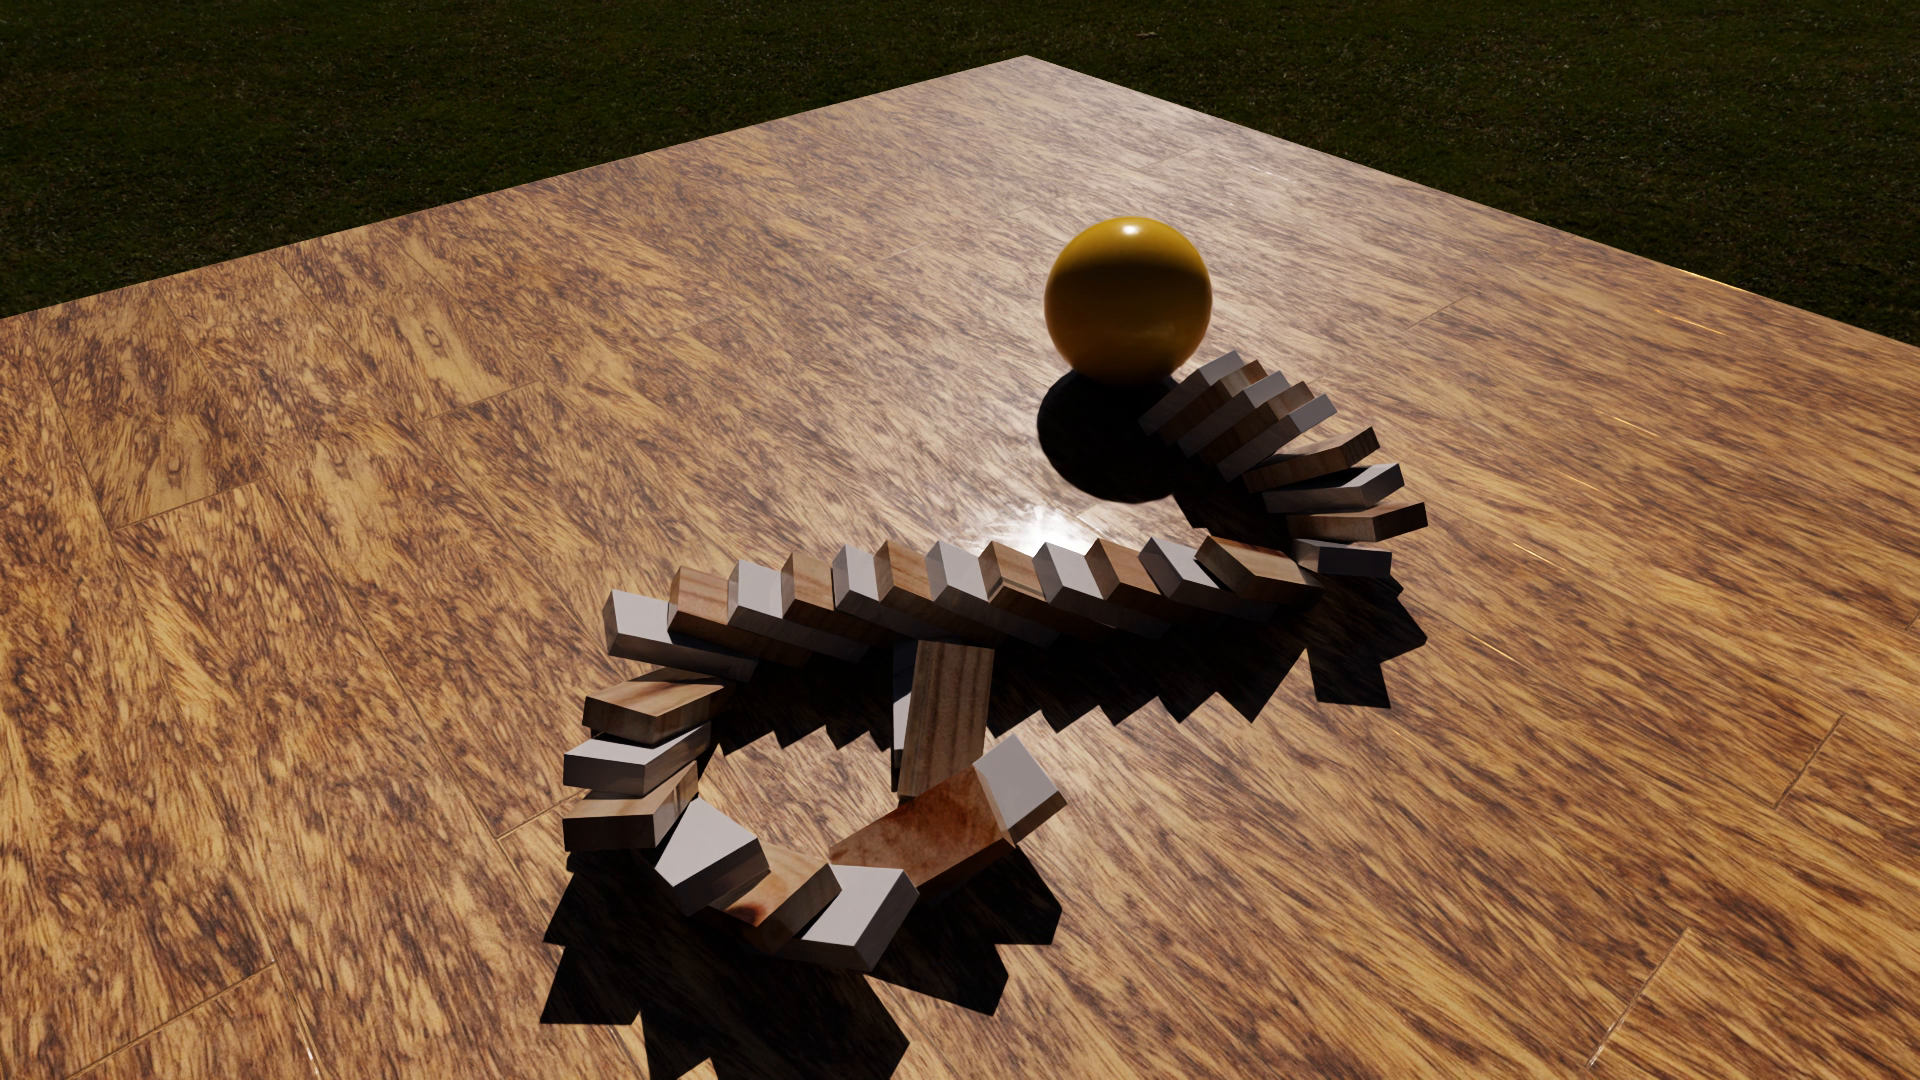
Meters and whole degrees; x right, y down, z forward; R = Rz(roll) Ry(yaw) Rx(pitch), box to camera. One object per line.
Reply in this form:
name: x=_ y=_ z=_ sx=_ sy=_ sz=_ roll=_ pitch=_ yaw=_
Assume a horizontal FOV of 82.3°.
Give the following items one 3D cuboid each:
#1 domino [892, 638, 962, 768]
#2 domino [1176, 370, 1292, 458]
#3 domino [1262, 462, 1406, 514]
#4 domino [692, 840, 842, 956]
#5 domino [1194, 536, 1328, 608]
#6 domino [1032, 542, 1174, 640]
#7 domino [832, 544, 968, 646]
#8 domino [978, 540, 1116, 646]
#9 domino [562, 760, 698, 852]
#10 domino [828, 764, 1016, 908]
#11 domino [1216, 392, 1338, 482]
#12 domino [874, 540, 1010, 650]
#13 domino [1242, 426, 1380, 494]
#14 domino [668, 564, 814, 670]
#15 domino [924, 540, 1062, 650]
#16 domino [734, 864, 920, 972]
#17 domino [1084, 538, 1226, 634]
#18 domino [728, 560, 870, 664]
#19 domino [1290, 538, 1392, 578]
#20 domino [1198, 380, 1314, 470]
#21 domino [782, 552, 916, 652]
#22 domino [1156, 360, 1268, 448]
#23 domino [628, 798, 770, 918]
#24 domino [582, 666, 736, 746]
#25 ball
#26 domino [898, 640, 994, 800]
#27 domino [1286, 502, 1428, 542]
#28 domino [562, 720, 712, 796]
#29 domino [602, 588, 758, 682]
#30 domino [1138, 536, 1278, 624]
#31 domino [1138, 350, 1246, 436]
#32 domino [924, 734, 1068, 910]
domino: x=-0.010 y=0.055 z=0.376 sx=0.025 sy=0.009 sz=0.050 roll=-2 pitch=39 yaw=-3
domino: x=0.119 y=-0.054 z=0.481 sx=0.025 sy=0.050 sz=0.009 roll=-29 pitch=83 yaw=-30
domino: x=0.151 y=-0.021 z=0.448 sx=0.025 sy=0.009 sz=0.050 roll=-27 pitch=13 yaw=-29
domino: x=-0.058 y=0.097 z=0.306 sx=0.050 sy=0.010 sz=0.025 roll=-3 pitch=27 yaw=49
domino: x=0.112 y=0.012 z=0.409 sx=0.050 sy=0.009 sz=0.025 roll=10 pitch=28 yaw=-42
domino: x=0.052 y=0.019 z=0.401 sx=0.050 sy=0.010 sz=0.025 roll=19 pitch=32 yaw=-27
domino: x=-0.021 y=0.021 z=0.396 sx=0.050 sy=0.010 sz=0.025 roll=24 pitch=31 yaw=-27
domino: x=0.032 y=0.020 z=0.400 sx=0.050 sy=0.010 sz=0.025 roll=22 pitch=32 yaw=-26
domino: x=-0.096 y=0.078 z=0.327 sx=0.025 sy=0.009 sz=0.050 roll=-3 pitch=5 yaw=0
domino: x=-0.012 y=0.089 z=0.316 sx=0.050 sy=0.009 sz=0.025 roll=-31 pitch=48 yaw=6
domino: x=0.134 y=-0.043 z=0.467 sx=0.025 sy=0.050 sz=0.009 roll=-29 pitch=83 yaw=-30
domino: x=-0.006 y=0.020 z=0.396 sx=0.050 sy=0.009 sz=0.025 roll=24 pitch=31 yaw=-27
domino: x=0.146 y=-0.033 z=0.458 sx=0.025 sy=0.009 sz=0.050 roll=-28 pitch=7 yaw=-36
domino: x=-0.077 y=0.028 z=0.390 sx=0.050 sy=0.010 sz=0.025 roll=20 pitch=30 yaw=-24
domino: x=0.012 y=0.020 z=0.398 sx=0.050 sy=0.010 sz=0.025 roll=24 pitch=31 yaw=-27
domino: x=-0.038 y=0.102 z=0.300 sx=0.050 sy=0.009 sz=0.025 roll=-11 pitch=28 yaw=39
domino: x=0.072 y=0.017 z=0.404 sx=0.050 sy=0.010 sz=0.025 roll=18 pitch=32 yaw=-28
domino: x=-0.058 y=0.026 z=0.393 sx=0.050 sy=0.010 sz=0.025 roll=20 pitch=32 yaw=-24
domino: x=0.142 y=0.006 z=0.414 sx=0.025 sy=0.010 sz=0.050 roll=5 pitch=4 yaw=6
domino: x=0.127 y=-0.049 z=0.474 sx=0.025 sy=0.050 sz=0.009 roll=-29 pitch=83 yaw=-30
domino: x=-0.039 y=0.023 z=0.396 sx=0.050 sy=0.010 sz=0.025 roll=21 pitch=33 yaw=-25
domino: x=0.111 y=-0.060 z=0.488 sx=0.025 sy=0.050 sz=0.010 roll=-29 pitch=83 yaw=-30
domino: x=-0.076 y=0.089 z=0.315 sx=0.025 sy=0.009 sz=0.050 roll=-26 pitch=14 yaw=-28
domino: x=-0.097 y=0.053 z=0.359 sx=0.025 sy=0.009 sz=0.050 roll=13 pitch=9 yaw=15
ball: x=0.080 y=-0.113 z=0.526 sx=0.080 sy=0.080 sz=0.080 roll=0 pitch=39 yaw=0
domino: x=-0.004 y=0.059 z=0.353 sx=0.025 sy=0.010 sz=0.050 roll=7 pitch=68 yaw=1
domino: x=0.154 y=-0.008 z=0.431 sx=0.025 sy=0.010 sz=0.050 roll=-15 pitch=7 yaw=-20
domino: x=-0.099 y=0.066 z=0.343 sx=0.025 sy=0.009 sz=0.050 roll=6 pitch=7 yaw=9
domino: x=-0.097 y=0.033 z=0.382 sx=0.050 sy=0.010 sz=0.025 roll=17 pitch=25 yaw=-31
domino: x=0.092 y=0.015 z=0.406 sx=0.050 sy=0.010 sz=0.025 roll=15 pitch=30 yaw=-32
domino: x=0.103 y=-0.065 z=0.494 sx=0.025 sy=0.050 sz=0.010 roll=-29 pitch=83 yaw=-30
domino: x=0.004 y=0.083 z=0.327 sx=0.050 sy=0.010 sz=0.025 roll=-37 pitch=47 yaw=-5
